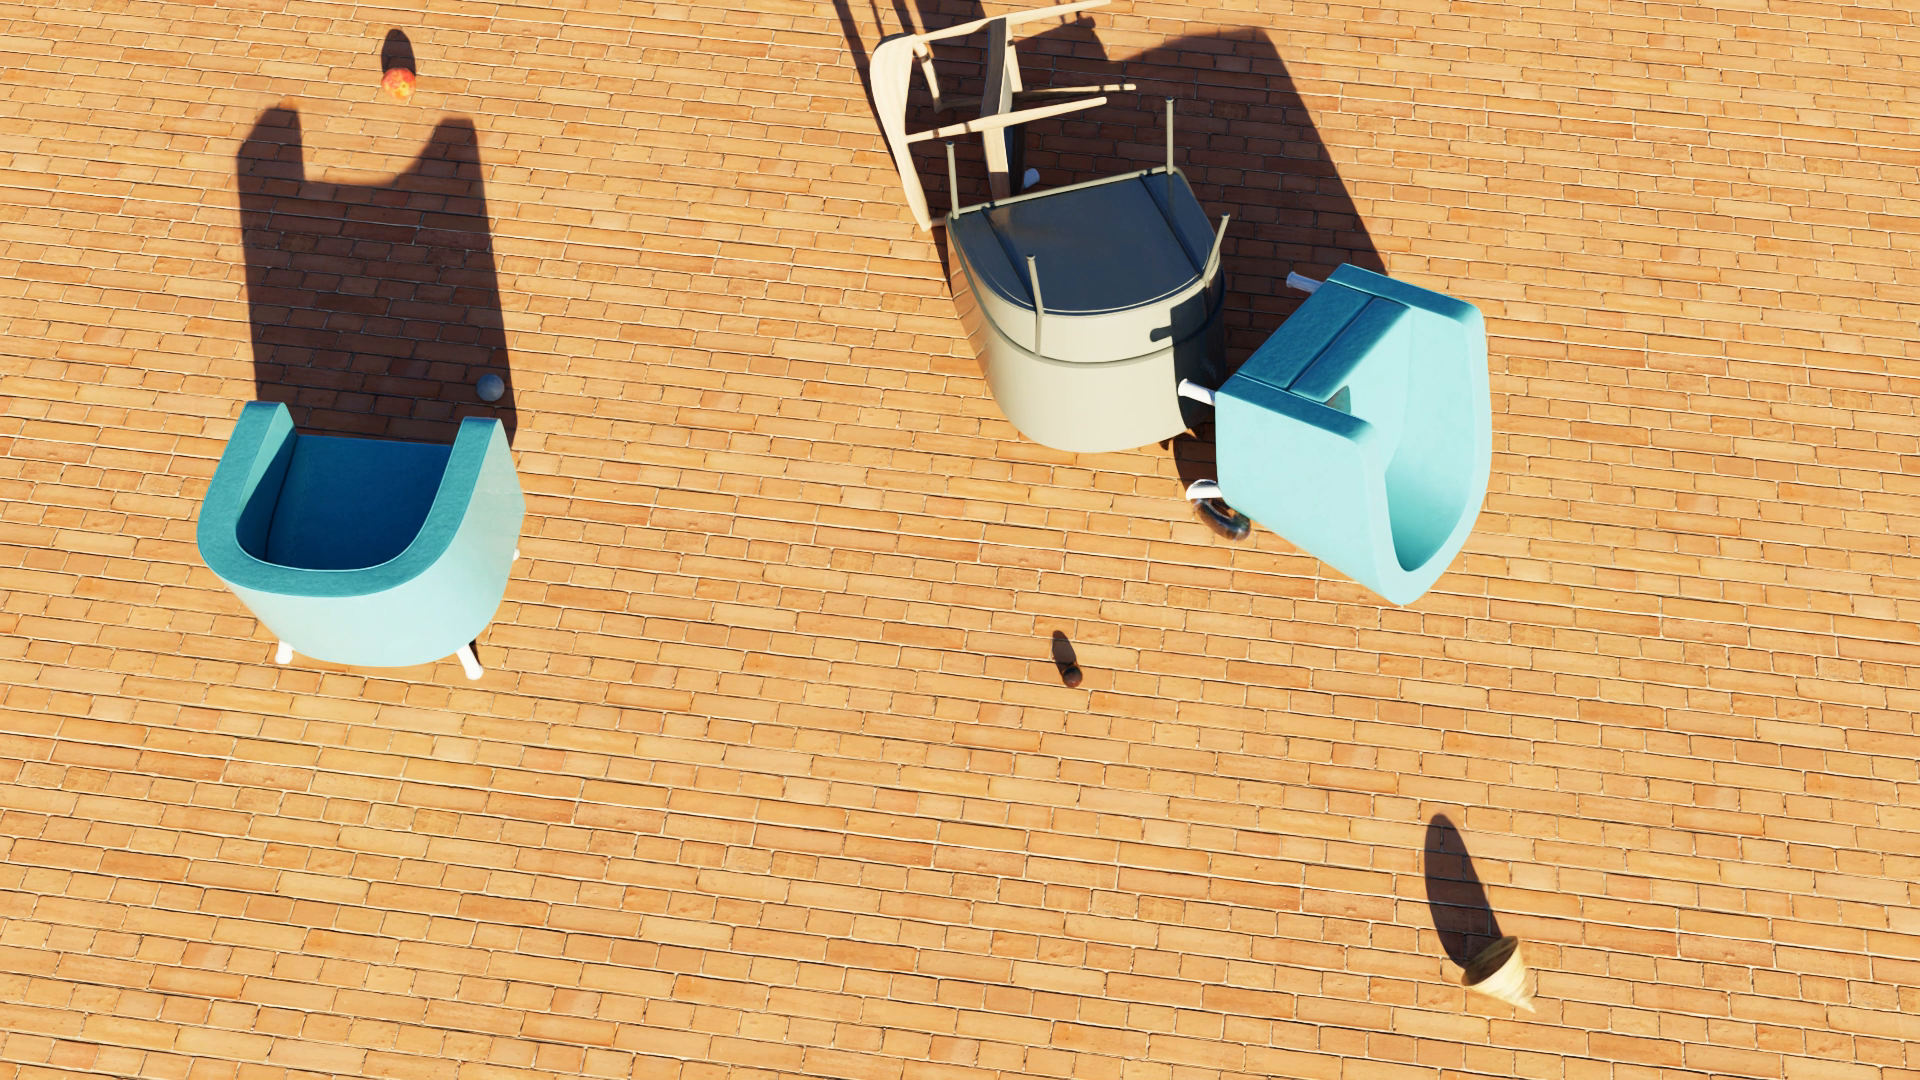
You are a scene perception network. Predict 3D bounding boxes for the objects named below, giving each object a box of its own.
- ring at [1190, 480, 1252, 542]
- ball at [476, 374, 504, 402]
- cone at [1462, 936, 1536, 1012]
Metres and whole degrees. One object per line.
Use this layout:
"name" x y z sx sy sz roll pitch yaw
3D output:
"ring" 0.781 -0.089 6.582 0.123 0.085 0.240 -32 63 -19
"ball" -1.461 -0.474 6.840 0.087 0.087 0.087 0 56 0
"cone" 1.443 1.167 5.741 0.184 0.186 0.192 48 41 -3
